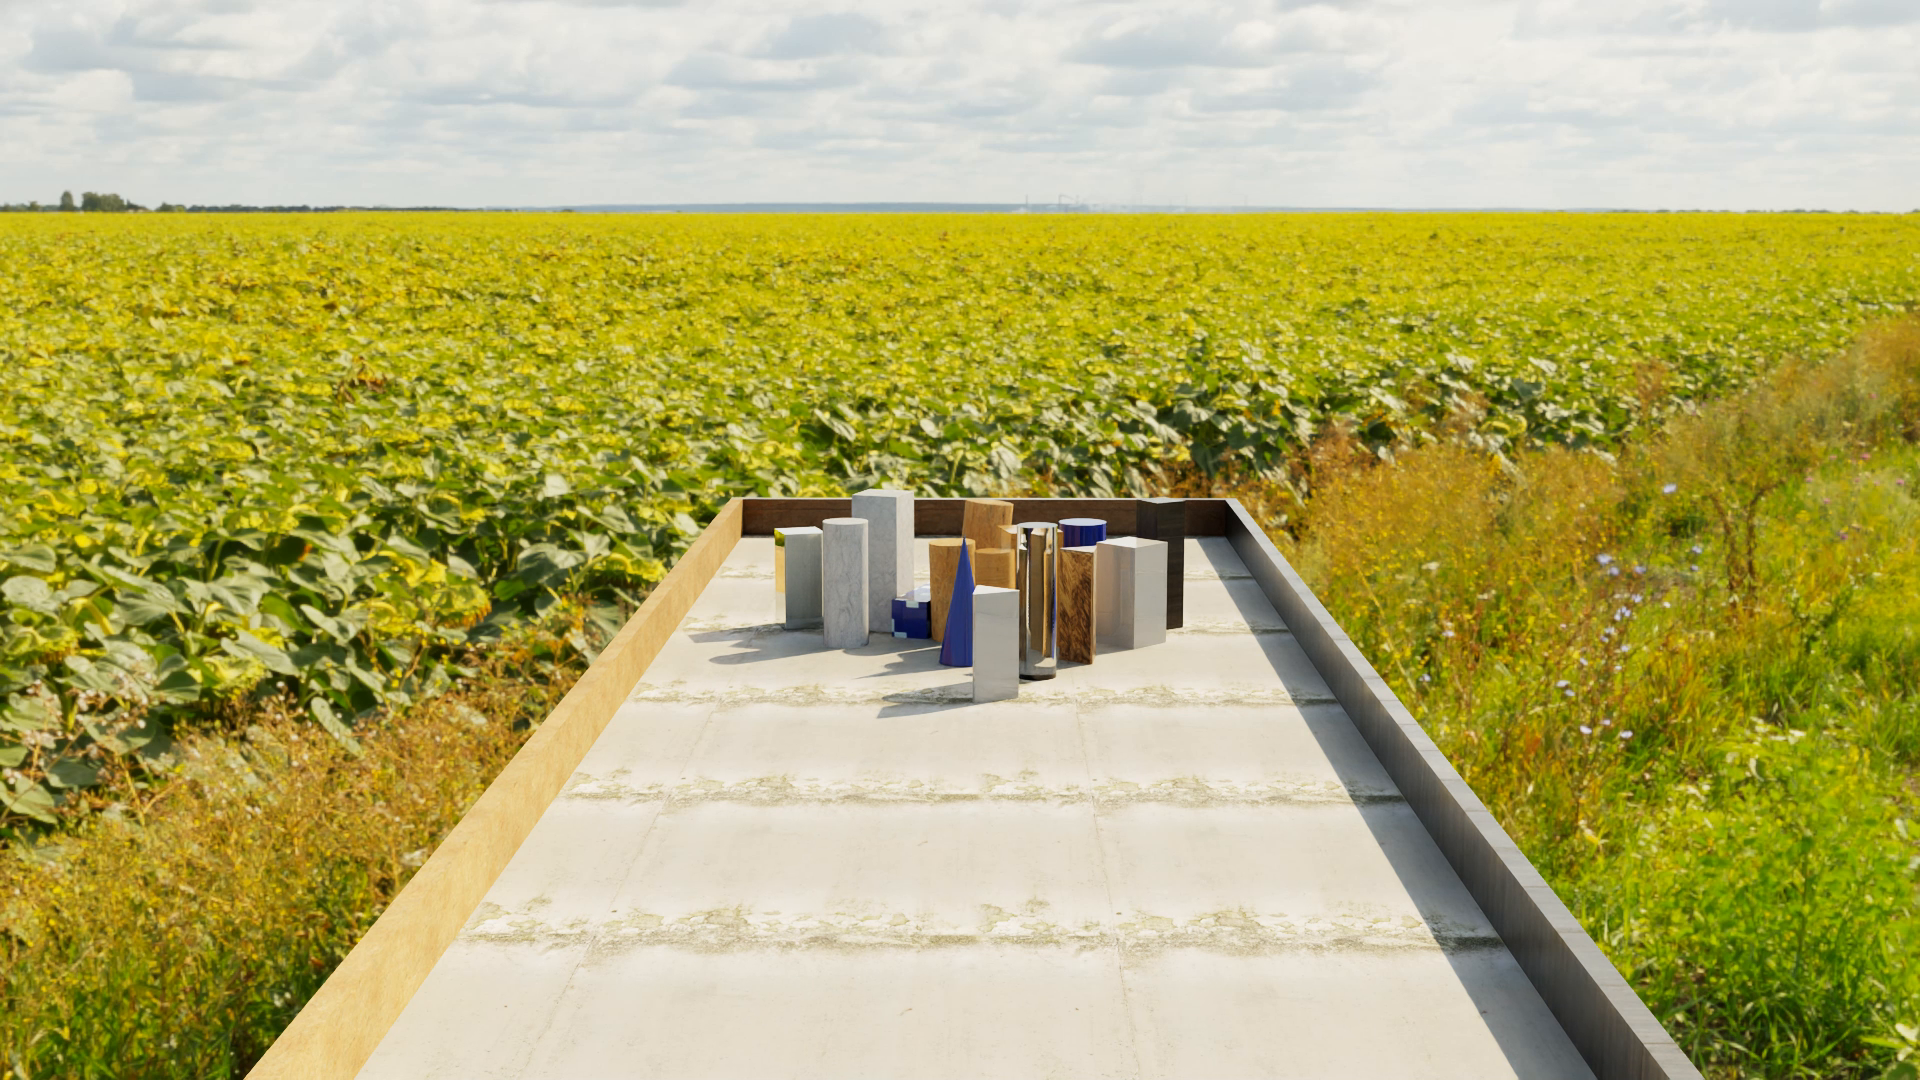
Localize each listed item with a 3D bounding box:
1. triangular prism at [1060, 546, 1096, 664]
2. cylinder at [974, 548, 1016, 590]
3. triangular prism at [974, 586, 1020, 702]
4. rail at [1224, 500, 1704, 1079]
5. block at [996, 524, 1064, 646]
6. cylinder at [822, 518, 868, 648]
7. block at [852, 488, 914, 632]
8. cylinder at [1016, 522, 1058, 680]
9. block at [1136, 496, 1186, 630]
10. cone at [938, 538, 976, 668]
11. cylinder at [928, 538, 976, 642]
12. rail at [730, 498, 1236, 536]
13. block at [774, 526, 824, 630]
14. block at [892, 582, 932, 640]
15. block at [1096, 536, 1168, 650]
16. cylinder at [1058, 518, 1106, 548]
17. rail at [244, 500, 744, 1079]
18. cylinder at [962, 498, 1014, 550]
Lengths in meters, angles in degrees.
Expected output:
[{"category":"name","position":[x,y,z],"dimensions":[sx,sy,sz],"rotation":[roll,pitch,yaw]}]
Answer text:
[{"category":"triangular prism","position":[0.382,0.194,6.688],"dimensions":[0.121,0.343,0.105],"rotation":[7,11,38]},{"category":"cylinder","position":[0.111,0.190,6.786],"dimensions":[0.125,0.317,0.125],"rotation":[-2,7,0]},{"category":"triangular prism","position":[0.077,0.289,6.206],"dimensions":[0.141,0.307,0.122],"rotation":[-4,10,-24]},{"category":"rail","position":[1.046,0.843,3.208],"dimensions":[0.050,0.150,12.000],"rotation":[0,9,1]},{"category":"block","position":[0.218,0.144,6.930],"dimensions":[0.168,0.364,0.168],"rotation":[-2,9,-14]},{"category":"cylinder","position":[-0.359,0.134,6.919],"dimensions":[0.143,0.390,0.143],"rotation":[0,9,0]},{"category":"block","position":[-0.250,0.065,7.182],"dimensions":[0.155,0.443,0.155],"rotation":[3,10,20]},{"category":"cylinder","position":[0.225,0.179,6.442],"dimensions":[0.119,0.450,0.119],"rotation":[0,9,0]},{"category":"block","position":[0.653,0.077,7.186],"dimensions":[0.112,0.419,0.112],"rotation":[-6,11,-32]},{"category":"cone","position":[0.013,0.175,6.645],"dimensions":[0.155,0.394,0.155],"rotation":[0,9,0]},{"category":"cylinder","position":[-0.021,0.159,7.000],"dimensions":[0.148,0.310,0.148],"rotation":[-2,10,0]},{"category":"rail","position":[0.099,-0.098,9.147],"dimensions":[2.100,0.150,0.050],"rotation":[0,9,1]},{"category":"block","position":[-0.523,0.125,7.208],"dimensions":[0.137,0.316,0.137],"rotation":[-3,9,-18]},{"category":"block","position":[-0.097,0.226,7.198],"dimensions":[0.121,0.121,0.377],"rotation":[3,10,20]},{"category":"block","position":[0.540,0.166,6.938],"dimensions":[0.159,0.321,0.159],"rotation":[9,12,44]},{"category":"cylinder","position":[0.401,0.111,7.214],"dimensions":[0.156,0.343,0.156],"rotation":[0,9,0]},{"category":"rail","position":[-1.004,0.839,3.234],"dimensions":[0.050,0.150,12.000],"rotation":[0,9,1]},{"category":"cylinder","position":[0.075,0.076,7.185],"dimensions":[0.157,0.406,0.157],"rotation":[6,7,-1]}]
